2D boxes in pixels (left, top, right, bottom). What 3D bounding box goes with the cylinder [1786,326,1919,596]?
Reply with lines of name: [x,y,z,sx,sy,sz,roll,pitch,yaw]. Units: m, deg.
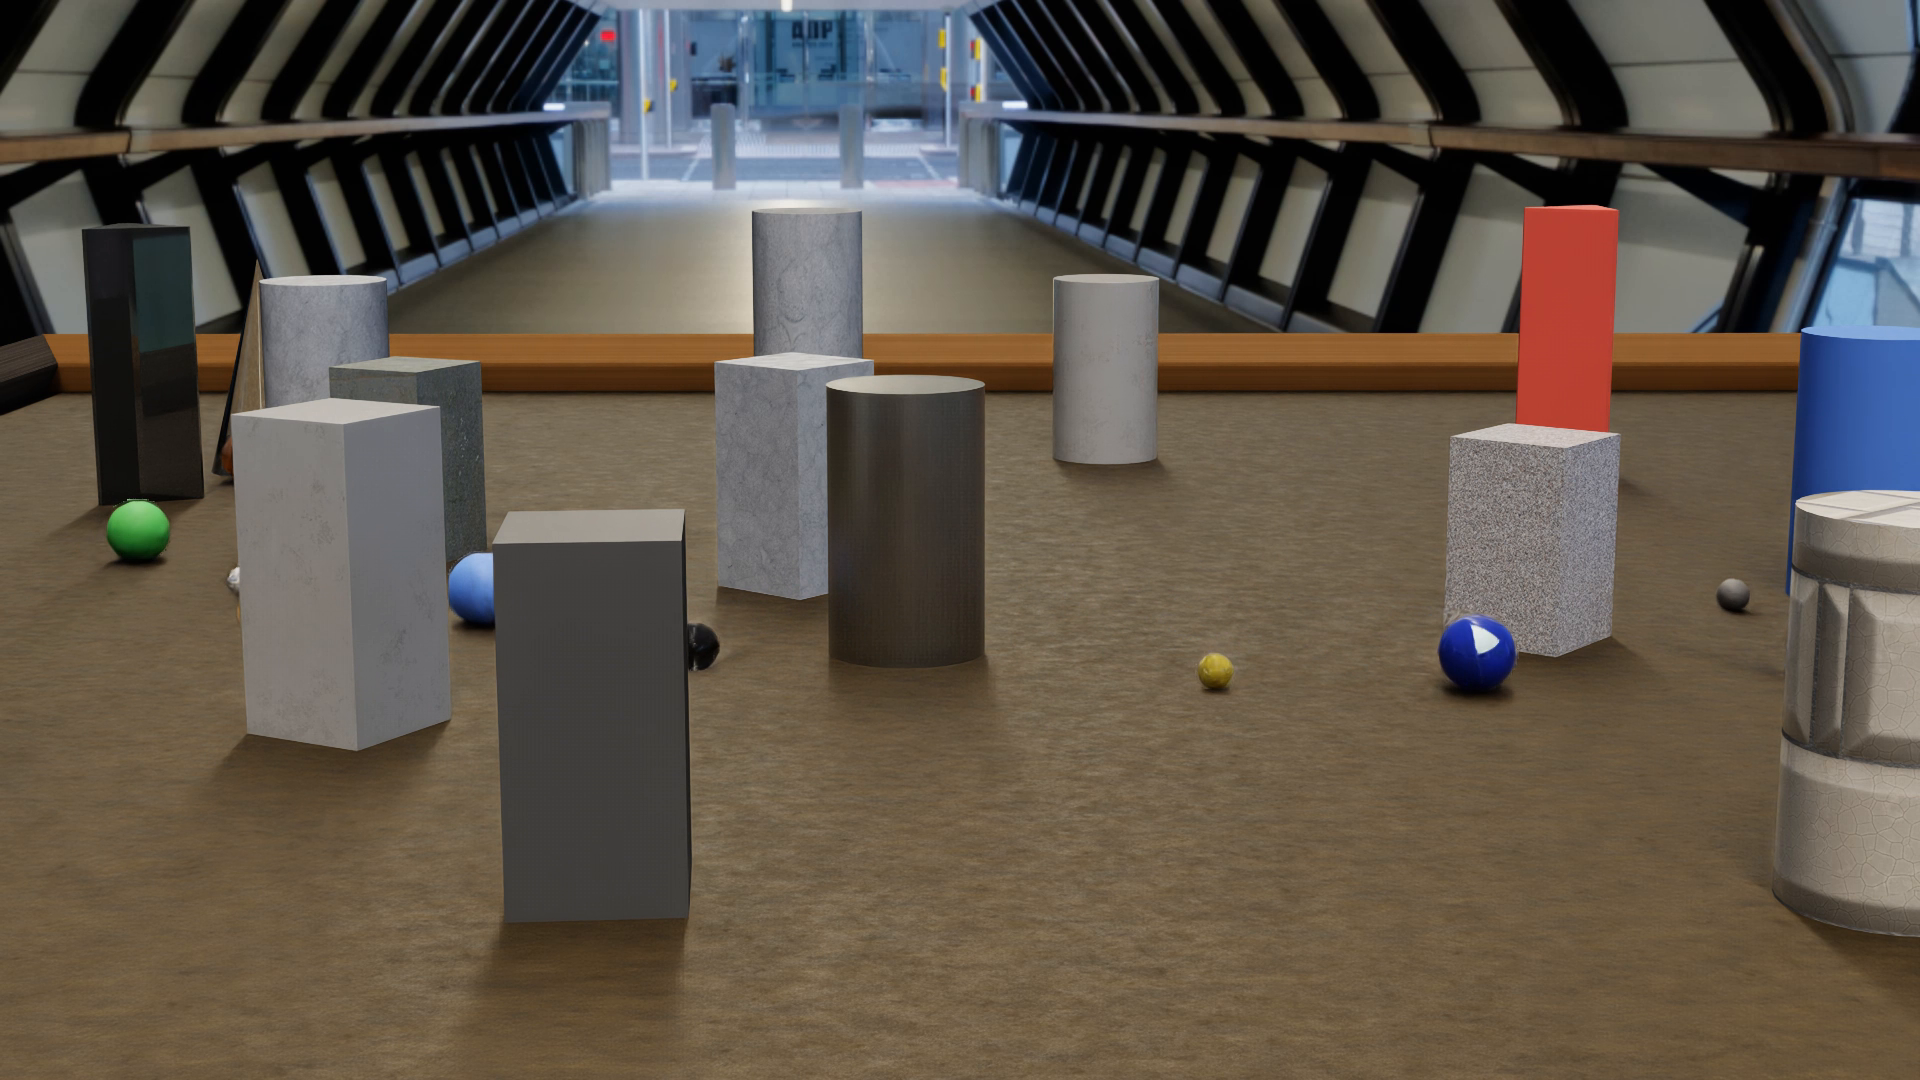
cylinder: [1.250,-0.103,3.532,0.197,0.367,0.197,0,10,0]

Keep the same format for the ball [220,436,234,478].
ball: [-1.265,-0.148,4.544,0.086,0.086,0.086,0,10,0]

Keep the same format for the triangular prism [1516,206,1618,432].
triangular prism: [1.132,-0.375,4.712,0.170,0.471,0.148,6,12,29]

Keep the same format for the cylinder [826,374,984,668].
cylinder: [-0.067,-0.027,3.201,0.197,0.337,0.197,0,10,0]

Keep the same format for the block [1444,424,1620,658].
block: [0.731,-0.004,3.279,0.157,0.263,0.157,8,13,38]

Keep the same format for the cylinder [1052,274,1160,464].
cylinder: [0.272,-0.322,4.803,0.197,0.335,0.197,0,10,0]

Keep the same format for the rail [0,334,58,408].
rail: [-2.027,0.035,3.437,0.045,0.128,4.774,0,10,0]

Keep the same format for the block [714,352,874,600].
block: [-0.232,-0.094,3.617,0.157,0.318,0.157,8,13,38]

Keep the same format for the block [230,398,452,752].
block: [-0.680,0.033,2.831,0.157,0.355,0.157,6,12,28]

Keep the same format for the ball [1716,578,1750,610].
ball: [1.044,0.074,3.464,0.044,0.044,0.044,0,10,0]

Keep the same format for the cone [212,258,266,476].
cone: [-1.263,-0.318,4.646,0.197,0.384,0.197,0,10,0]

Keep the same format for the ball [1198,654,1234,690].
ball: [0.301,0.155,3.029,0.042,0.042,0.042,0,10,0]

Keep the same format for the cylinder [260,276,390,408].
cylinder: [-1.011,-0.221,4.108,0.197,0.389,0.197,0,10,0]

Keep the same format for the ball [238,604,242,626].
ball: [-0.888,0.094,3.284,0.071,0.071,0.071,0,10,0]

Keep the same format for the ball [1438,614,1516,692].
ball: [0.608,0.133,3.018,0.091,0.091,0.091,0,10,0]

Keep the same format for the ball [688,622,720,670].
ball: [-0.322,0.130,3.123,0.058,0.058,0.058,0,10,0]

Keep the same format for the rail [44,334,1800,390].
rail: [-0.014,-0.398,5.773,4.102,0.128,0.045,0,10,0]

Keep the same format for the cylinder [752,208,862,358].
cylinder: [-0.274,-0.359,4.630,0.197,0.469,0.197,0,10,0]

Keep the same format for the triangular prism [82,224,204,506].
triangular prism: [-1.395,-0.303,4.355,0.170,0.460,0.148,-5,12,-25]

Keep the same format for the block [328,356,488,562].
block: [-0.822,-0.119,3.831,0.157,0.289,0.157,5,12,25]

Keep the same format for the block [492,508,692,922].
block: [-0.320,0.151,2.260,0.157,0.332,0.157,-1,11,-5]

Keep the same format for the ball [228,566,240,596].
ball: [-0.993,0.057,3.557,0.043,0.043,0.043,0,10,0]

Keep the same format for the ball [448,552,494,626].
ball: [-0.626,0.064,3.375,0.096,0.096,0.096,0,10,0]

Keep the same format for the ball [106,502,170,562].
ball: [-1.219,-0.013,3.807,0.090,0.090,0.090,0,10,0]

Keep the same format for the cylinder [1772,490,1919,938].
cylinder: [0.820,0.146,2.234,0.197,0.351,0.197,0,10,0]
